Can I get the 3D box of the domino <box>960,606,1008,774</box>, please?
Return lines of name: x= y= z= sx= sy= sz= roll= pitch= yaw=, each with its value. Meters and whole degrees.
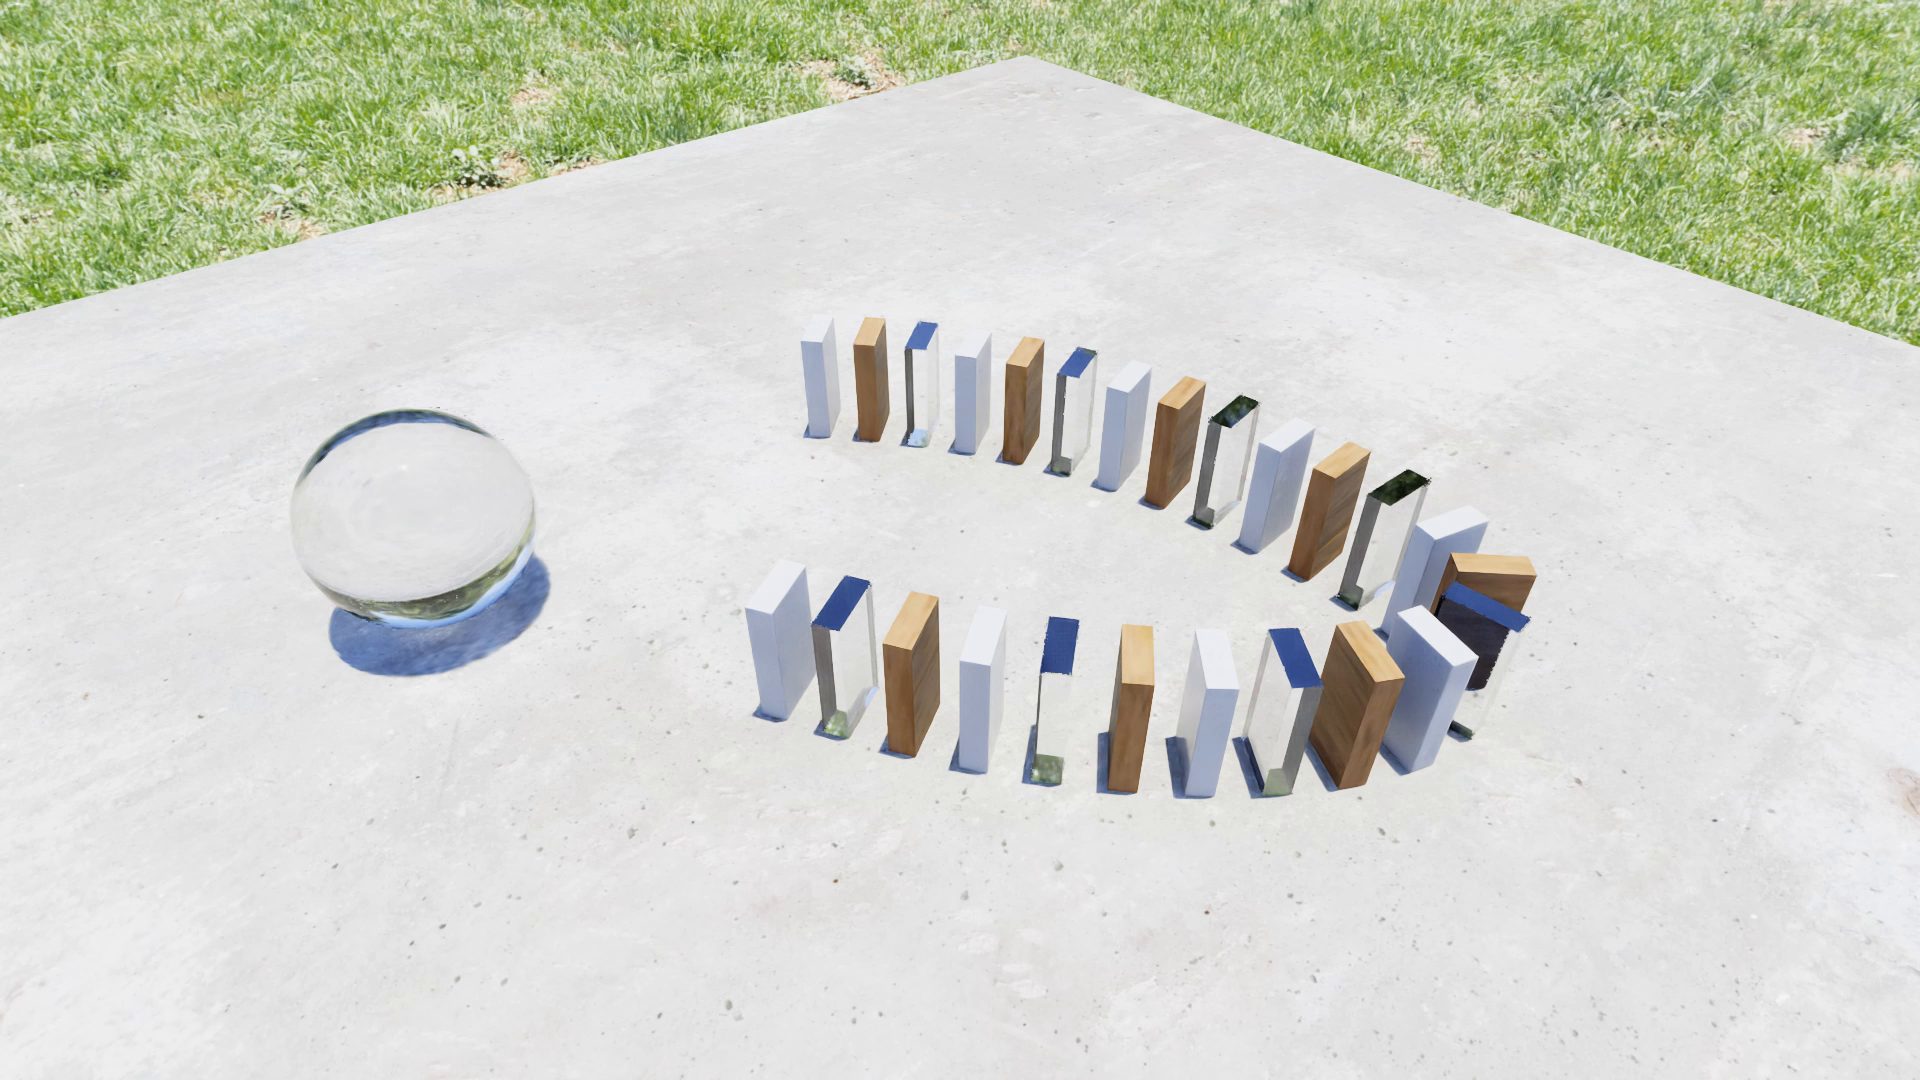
domino: x=0.007 y=0.048 z=0.353 sx=0.010 sy=0.050 sz=0.025 roll=9 pitch=40 yaw=11

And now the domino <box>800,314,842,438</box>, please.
domino: x=-0.063 y=-0.075 z=0.503 sx=0.009 sy=0.050 sz=0.025 roll=4 pitch=40 yaw=5

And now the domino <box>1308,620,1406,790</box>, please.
domino: x=0.124 y=0.053 z=0.347 sx=0.010 sy=0.050 sz=0.025 roll=-7 pitch=40 yaw=-9

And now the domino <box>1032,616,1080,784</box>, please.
domino: x=0.030 y=0.051 z=0.349 sx=0.010 sy=0.050 sz=0.025 roll=7 pitch=40 yaw=8

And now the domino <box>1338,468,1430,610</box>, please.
domino: x=0.158 y=0.000 z=0.411 sx=0.025 sy=0.050 sz=0.010 roll=-27 pitch=46 yaw=-29

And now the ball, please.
ball: x=-0.195 y=-0.008 z=0.397 sx=0.080 sy=0.080 sz=0.080 roll=0 pitch=39 yaw=0

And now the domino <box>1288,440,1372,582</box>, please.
domino: x=0.142 y=-0.011 z=0.425 sx=0.025 sy=0.050 sz=0.009 roll=-32 pitch=49 yaw=-33

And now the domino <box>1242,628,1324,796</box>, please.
domino: x=0.100 y=0.054 z=0.345 sx=0.009 sy=0.050 sz=0.025 roll=-2 pitch=39 yaw=-3

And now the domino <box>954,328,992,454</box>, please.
domino: x=0.006 y=-0.066 z=0.492 sx=0.009 sy=0.050 sz=0.025 roll=11 pitch=41 yaw=13

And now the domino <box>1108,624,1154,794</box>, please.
domino: x=0.053 y=0.053 z=0.346 sx=0.009 sy=0.050 sz=0.025 roll=4 pitch=40 yaw=5

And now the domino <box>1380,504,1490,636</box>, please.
domino: x=0.170 y=0.013 z=0.396 sx=0.025 sy=0.050 sz=0.010 roll=-17 pitch=42 yaw=-19

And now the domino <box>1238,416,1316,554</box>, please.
domino: x=0.126 y=-0.021 z=0.438 sx=0.025 sy=0.050 sz=0.010 roll=-32 pitch=49 yaw=-33

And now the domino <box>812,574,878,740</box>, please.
domino: x=-0.037 y=0.039 z=0.364 sx=0.009 sy=0.050 sz=0.025 roll=13 pitch=41 yaw=15

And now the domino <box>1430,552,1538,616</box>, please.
domino: x=0.176 y=0.027 z=0.378 sx=0.025 sy=0.050 sz=0.009 roll=3 pitch=39 yaw=4

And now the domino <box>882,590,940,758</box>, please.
domino: x=-0.015 y=0.044 z=0.358 sx=0.010 sy=0.050 sz=0.025 roll=12 pitch=41 yaw=14

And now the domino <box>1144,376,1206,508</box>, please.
domino: x=0.090 y=-0.041 z=0.461 sx=0.010 sy=0.050 sz=0.025 roll=24 pitch=45 yaw=26

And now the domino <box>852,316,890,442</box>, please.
domino: x=-0.040 y=-0.073 z=0.500 sx=0.009 sy=0.050 sz=0.025 roll=5 pitch=40 yaw=6

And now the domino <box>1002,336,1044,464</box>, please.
domino: x=0.028 y=-0.061 z=0.486 sx=0.009 sy=0.050 sz=0.025 roll=14 pitch=41 yaw=16

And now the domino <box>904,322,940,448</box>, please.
domino: x=-0.017 y=-0.070 z=0.497 sx=0.009 sy=0.050 sz=0.025 roll=8 pitch=40 yaw=10

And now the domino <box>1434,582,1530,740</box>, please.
domino: x=0.166 y=0.040 z=0.362 sx=0.025 sy=0.050 sz=0.010 roll=32 pitch=49 yaw=33

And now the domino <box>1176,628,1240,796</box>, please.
domino: x=0.077 y=0.055 z=0.345 sx=0.009 sy=0.050 sz=0.025 roll=1 pitch=39 yaw=1

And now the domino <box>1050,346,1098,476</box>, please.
domino: x=0.050 y=-0.056 z=0.479 sx=0.009 sy=0.050 sz=0.025 roll=17 pitch=42 yaw=19

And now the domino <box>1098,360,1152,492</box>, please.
domino: x=0.070 y=-0.049 z=0.471 sx=0.009 sy=0.050 sz=0.025 roll=21 pitch=44 yaw=23

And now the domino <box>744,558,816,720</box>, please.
domino: x=-0.059 y=0.034 z=0.370 sx=0.010 sy=0.050 sz=0.025 roll=12 pitch=41 yaw=15

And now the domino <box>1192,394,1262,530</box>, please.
domino: x=0.109 y=-0.032 z=0.450 sx=0.009 sy=0.050 sz=0.025 roll=28 pitch=47 yaw=30

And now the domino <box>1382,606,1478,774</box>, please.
domino: x=0.146 y=0.048 z=0.353 sx=0.010 sy=0.050 sz=0.025 roll=-15 pitch=42 yaw=-17
